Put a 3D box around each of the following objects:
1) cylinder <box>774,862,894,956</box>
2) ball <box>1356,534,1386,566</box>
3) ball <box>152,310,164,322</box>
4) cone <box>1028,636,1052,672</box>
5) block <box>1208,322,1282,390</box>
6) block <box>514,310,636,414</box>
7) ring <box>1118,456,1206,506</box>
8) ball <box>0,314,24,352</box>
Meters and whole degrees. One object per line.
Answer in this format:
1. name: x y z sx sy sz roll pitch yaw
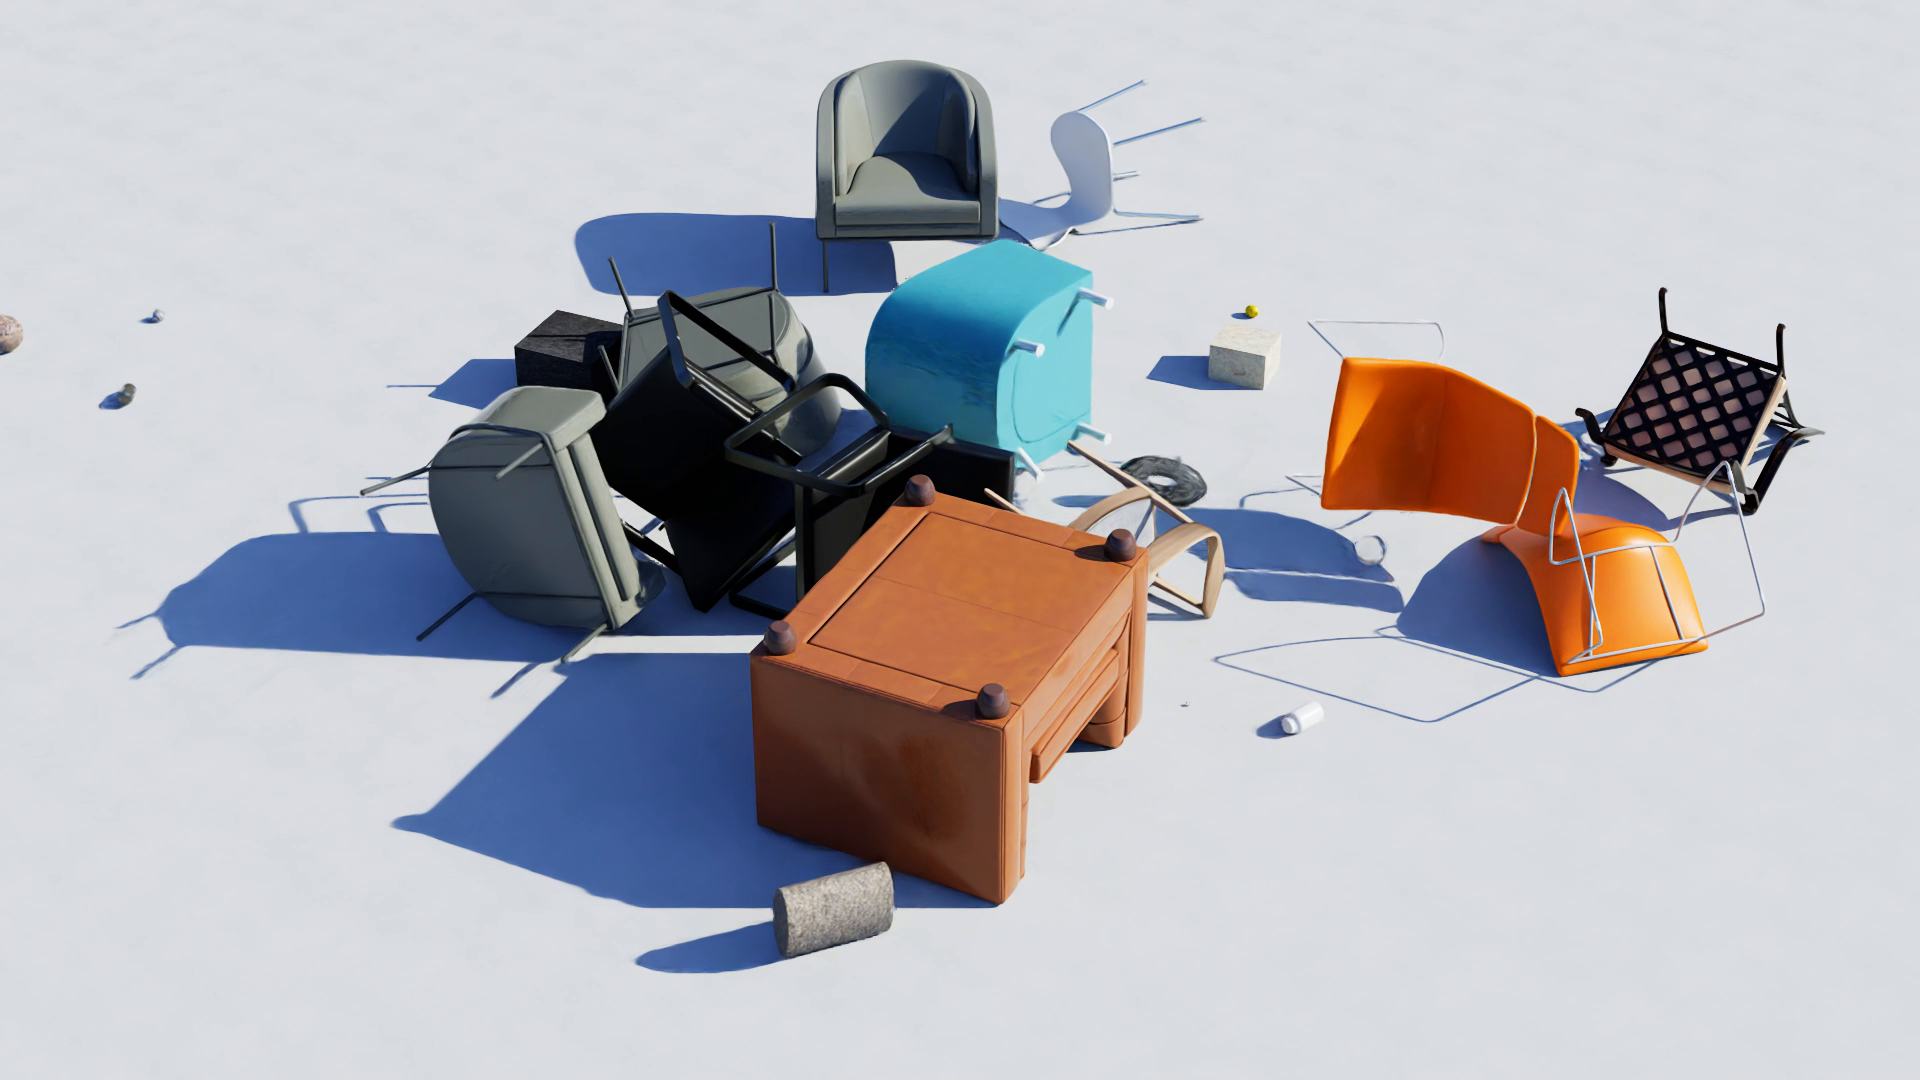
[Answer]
1. cylinder: -0.388 1.130 8.971 0.339 0.291 0.147 -12 48 -18
2. ball: 1.511 0.037 10.783 0.115 0.115 0.115 0 33 0
3. ball: -3.370 -0.943 12.330 0.051 0.051 0.051 0 33 0
4. cone: 0.298 0.406 10.286 0.085 0.135 0.086 -25 -22 31
5. block: 1.160 -0.750 11.938 0.238 0.159 0.206 13 36 19
6. block: -1.550 -0.719 11.826 0.353 0.231 0.334 14 36 20
7. ring: 0.768 -0.224 11.106 0.345 0.196 0.082 13 39 -2
8. ball: -3.945 -0.852 12.096 0.157 0.157 0.157 0 33 0
